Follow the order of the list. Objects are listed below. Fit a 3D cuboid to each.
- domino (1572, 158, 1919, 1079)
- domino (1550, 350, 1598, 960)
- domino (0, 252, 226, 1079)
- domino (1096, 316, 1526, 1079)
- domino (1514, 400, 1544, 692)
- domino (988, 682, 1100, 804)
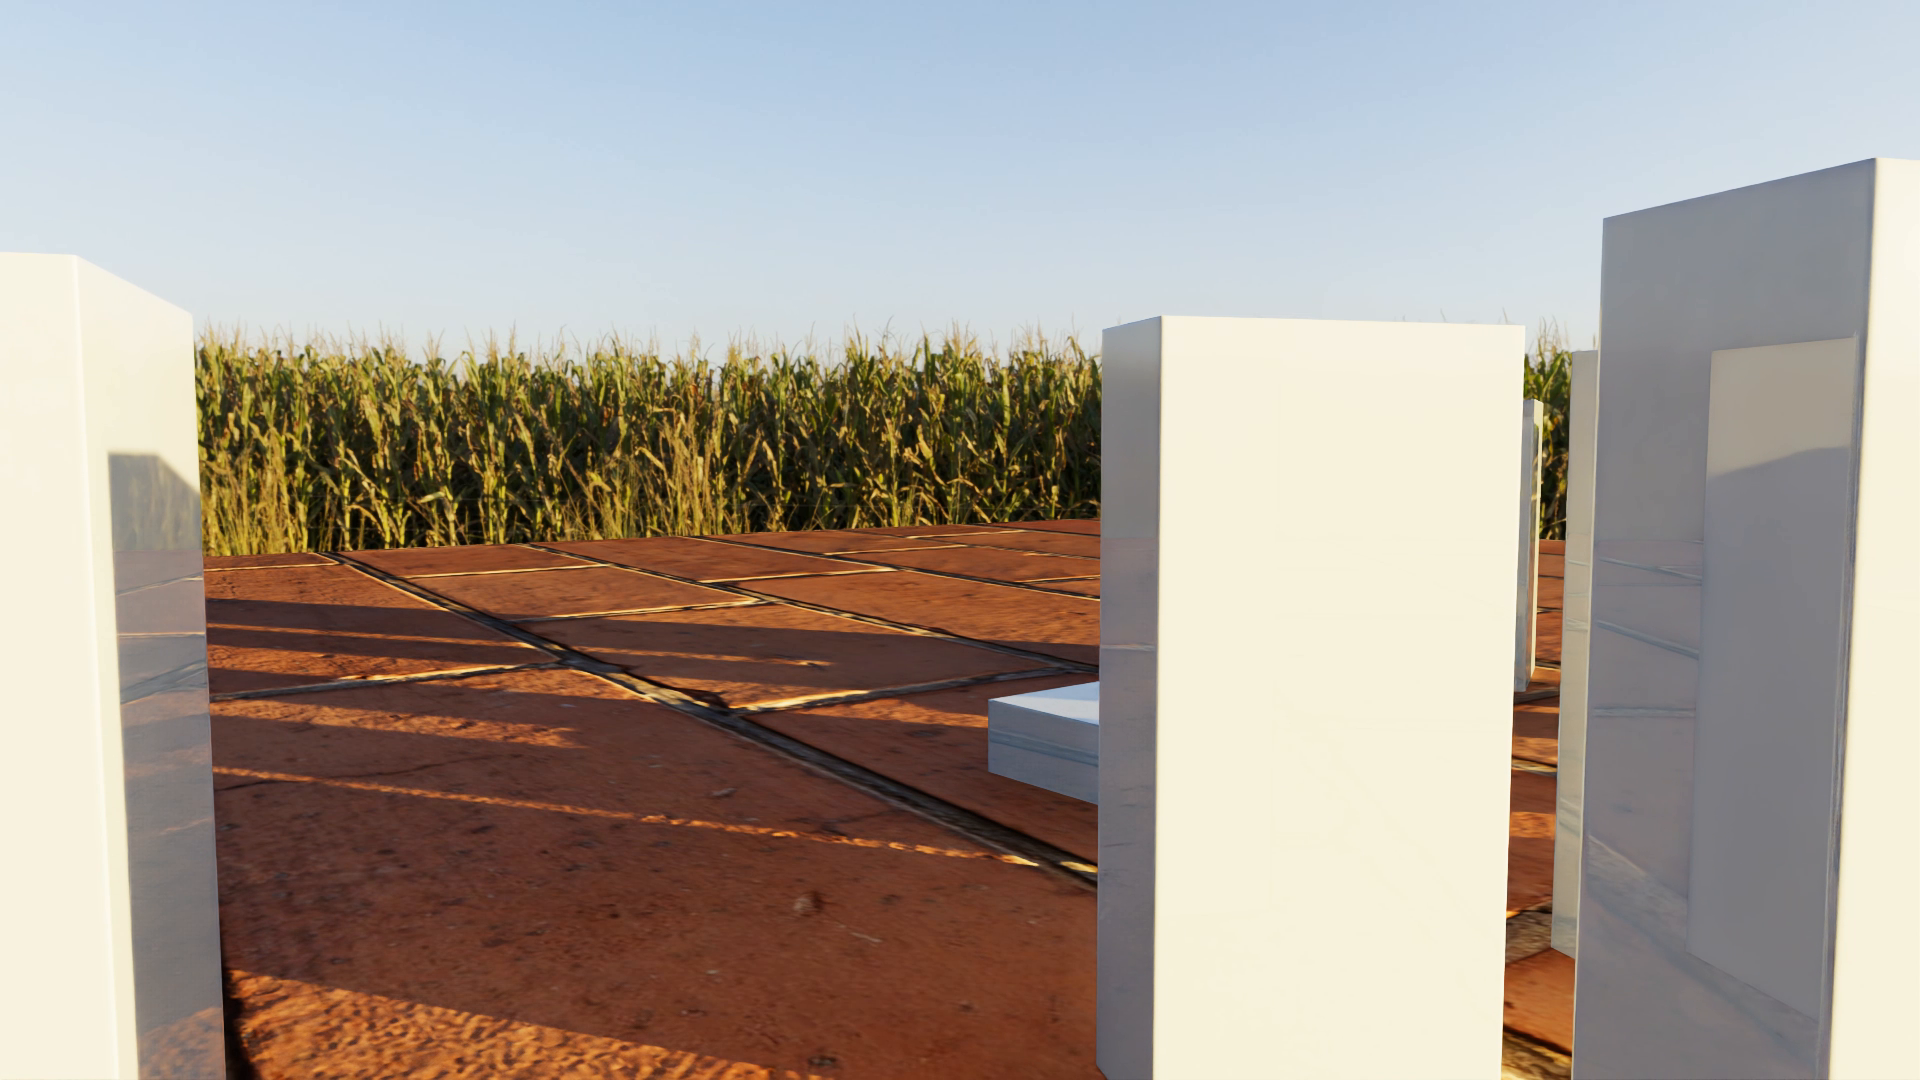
[{"bbox_3d":[0.035,0.014,0.043,0.025,0.050,0.009,-1,4,-16],"label":"domino"},{"bbox_3d":[0.058,0.010,0.096,0.010,0.050,0.025,-1,4,-18],"label":"domino"},{"bbox_3d":[-0.044,0.013,0.063,0.010,0.050,0.025,-2,5,-22],"label":"domino"},{"bbox_3d":[0.023,0.011,0.085,0.025,0.050,0.009,-1,4,-15],"label":"domino"},{"bbox_3d":[0.098,0.000,0.231,0.009,0.050,0.025,2,5,27],"label":"domino"},{"bbox_3d":[0.029,0.026,0.155,0.025,0.009,0.050,-3,6,-39],"label":"domino"}]
